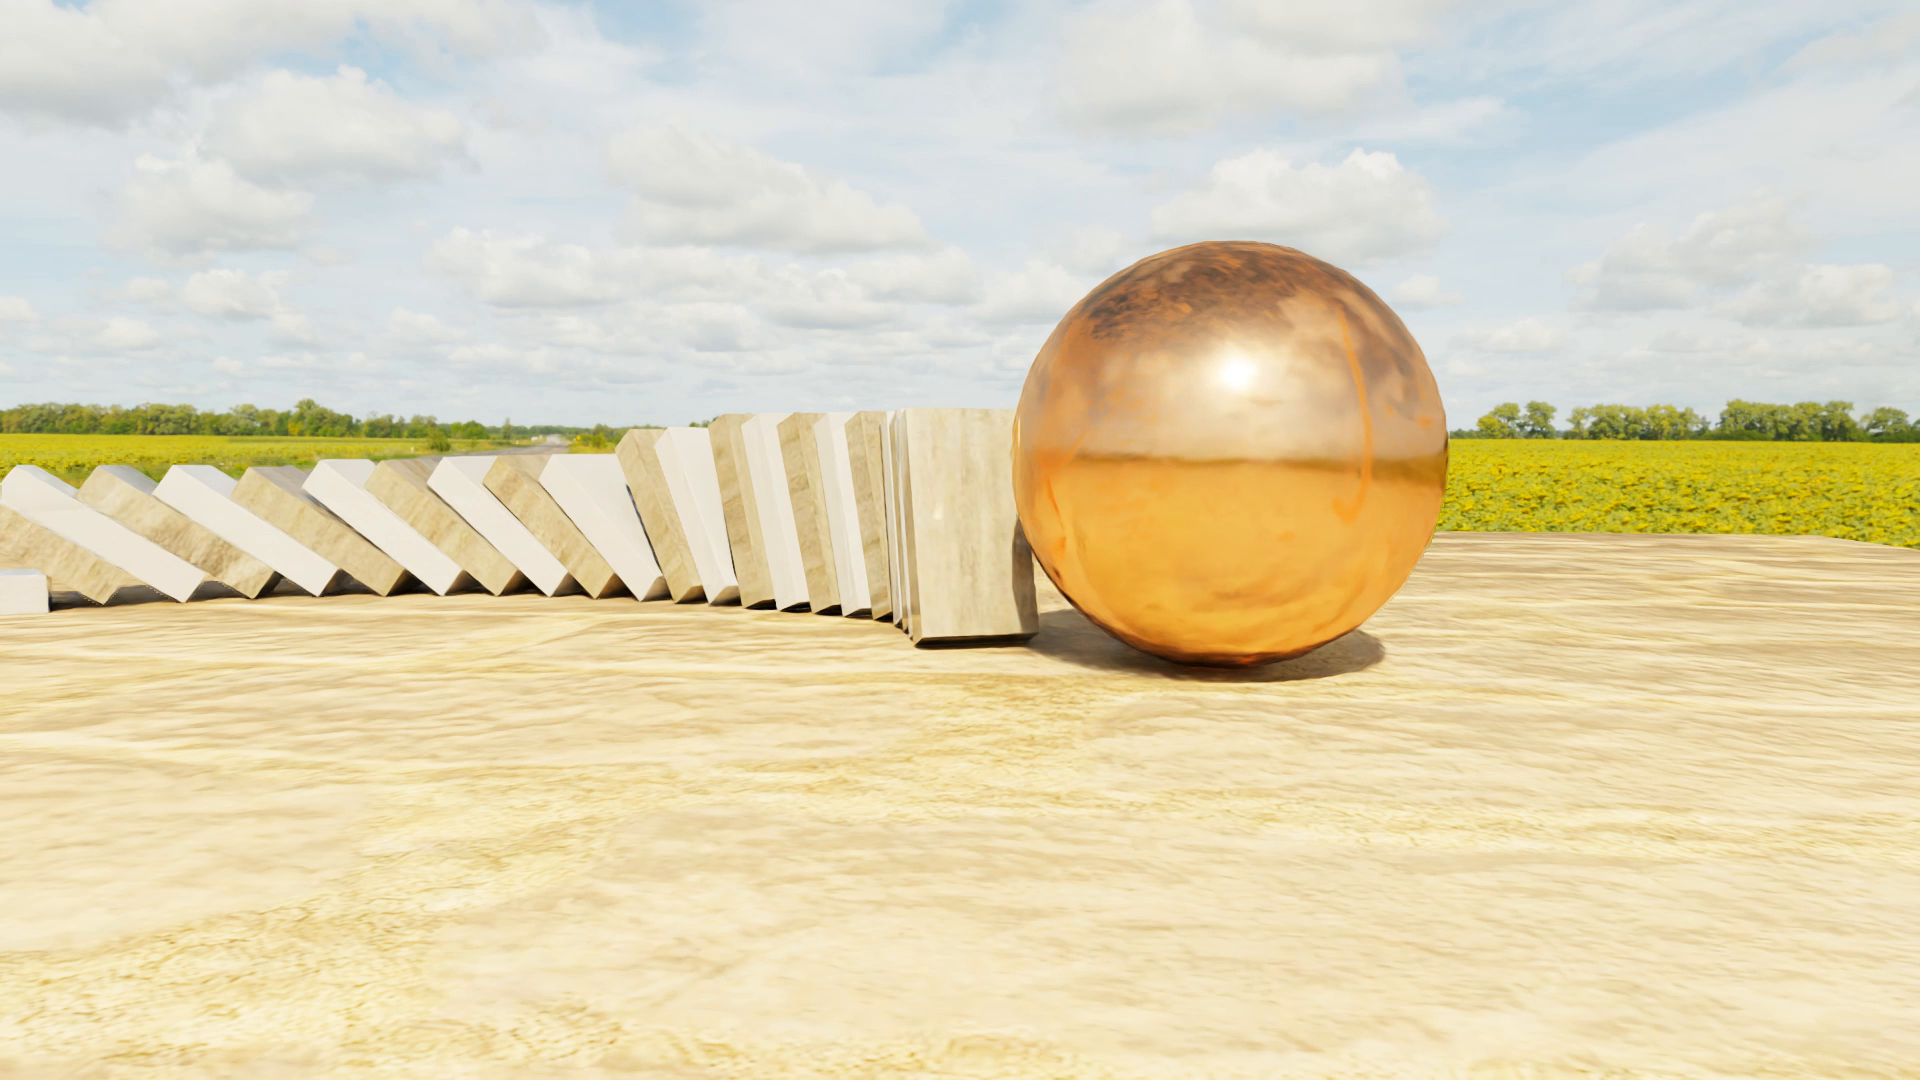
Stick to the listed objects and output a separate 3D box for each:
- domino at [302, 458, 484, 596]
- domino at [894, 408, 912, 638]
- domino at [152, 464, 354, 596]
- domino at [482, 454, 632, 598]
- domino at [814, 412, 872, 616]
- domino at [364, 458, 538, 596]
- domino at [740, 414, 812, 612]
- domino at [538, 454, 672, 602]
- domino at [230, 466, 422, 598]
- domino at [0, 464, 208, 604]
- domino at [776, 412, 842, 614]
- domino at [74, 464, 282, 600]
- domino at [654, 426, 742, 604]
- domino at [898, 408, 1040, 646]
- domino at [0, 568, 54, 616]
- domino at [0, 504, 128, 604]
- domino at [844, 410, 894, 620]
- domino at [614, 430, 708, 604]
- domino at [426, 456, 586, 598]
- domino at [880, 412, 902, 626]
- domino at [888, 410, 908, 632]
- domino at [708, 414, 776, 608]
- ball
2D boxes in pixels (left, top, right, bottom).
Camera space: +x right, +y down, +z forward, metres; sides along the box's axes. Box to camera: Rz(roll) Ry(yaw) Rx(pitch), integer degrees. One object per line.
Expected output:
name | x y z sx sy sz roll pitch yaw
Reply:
domino | -0.160 -0.004 0.370 0.050 0.009 0.025 38 6 1
domino | 0.000 -0.004 0.285 0.025 0.050 0.009 -1 -15 -14
domino | -0.197 -0.003 0.362 0.050 0.010 0.025 35 -3 -9
domino | -0.110 -0.005 0.367 0.050 0.010 0.025 43 18 14
domino | -0.020 -0.007 0.323 0.025 0.050 0.009 -3 -14 -31
domino | -0.144 -0.004 0.371 0.050 0.010 0.025 38 9 4
domino | -0.040 -0.008 0.336 0.025 0.050 0.009 -4 -13 -42
domino | -0.094 -0.004 0.363 0.050 0.009 0.025 45 24 19
domino | -0.178 -0.003 0.367 0.050 0.009 0.025 34 3 -4
domino | -0.228 -0.002 0.343 0.050 0.010 0.025 37 -13 -24
domino | -0.030 -0.007 0.330 0.025 0.050 0.010 -4 -13 -39
domino | -0.213 -0.002 0.355 0.050 0.010 0.025 35 -7 -16
domino | -0.063 -0.007 0.351 0.025 0.050 0.010 -2 -30 -44
domino | 0.001 -0.003 0.275 0.025 0.050 0.009 -1 -15 -14
domino | -0.258 0.014 0.321 0.050 0.009 0.025 -3 5 -33
domino | -0.242 -0.002 0.331 0.050 0.010 0.025 39 -16 -28
domino | -0.012 -0.006 0.316 0.025 0.050 0.009 -2 -14 -30
domino | -0.075 -0.007 0.356 0.025 0.050 0.009 -5 -28 -46
domino | -0.126 -0.005 0.371 0.050 0.010 0.025 41 13 9
domino | -0.004 -0.005 0.305 0.025 0.050 0.010 -1 -15 -14
domino | -0.002 -0.005 0.295 0.025 0.050 0.009 -1 -15 -14
domino | -0.049 -0.008 0.341 0.025 0.050 0.010 -4 -13 -42
ball | 0.050 -0.016 0.242 0.080 0.080 0.080 0 4 0
